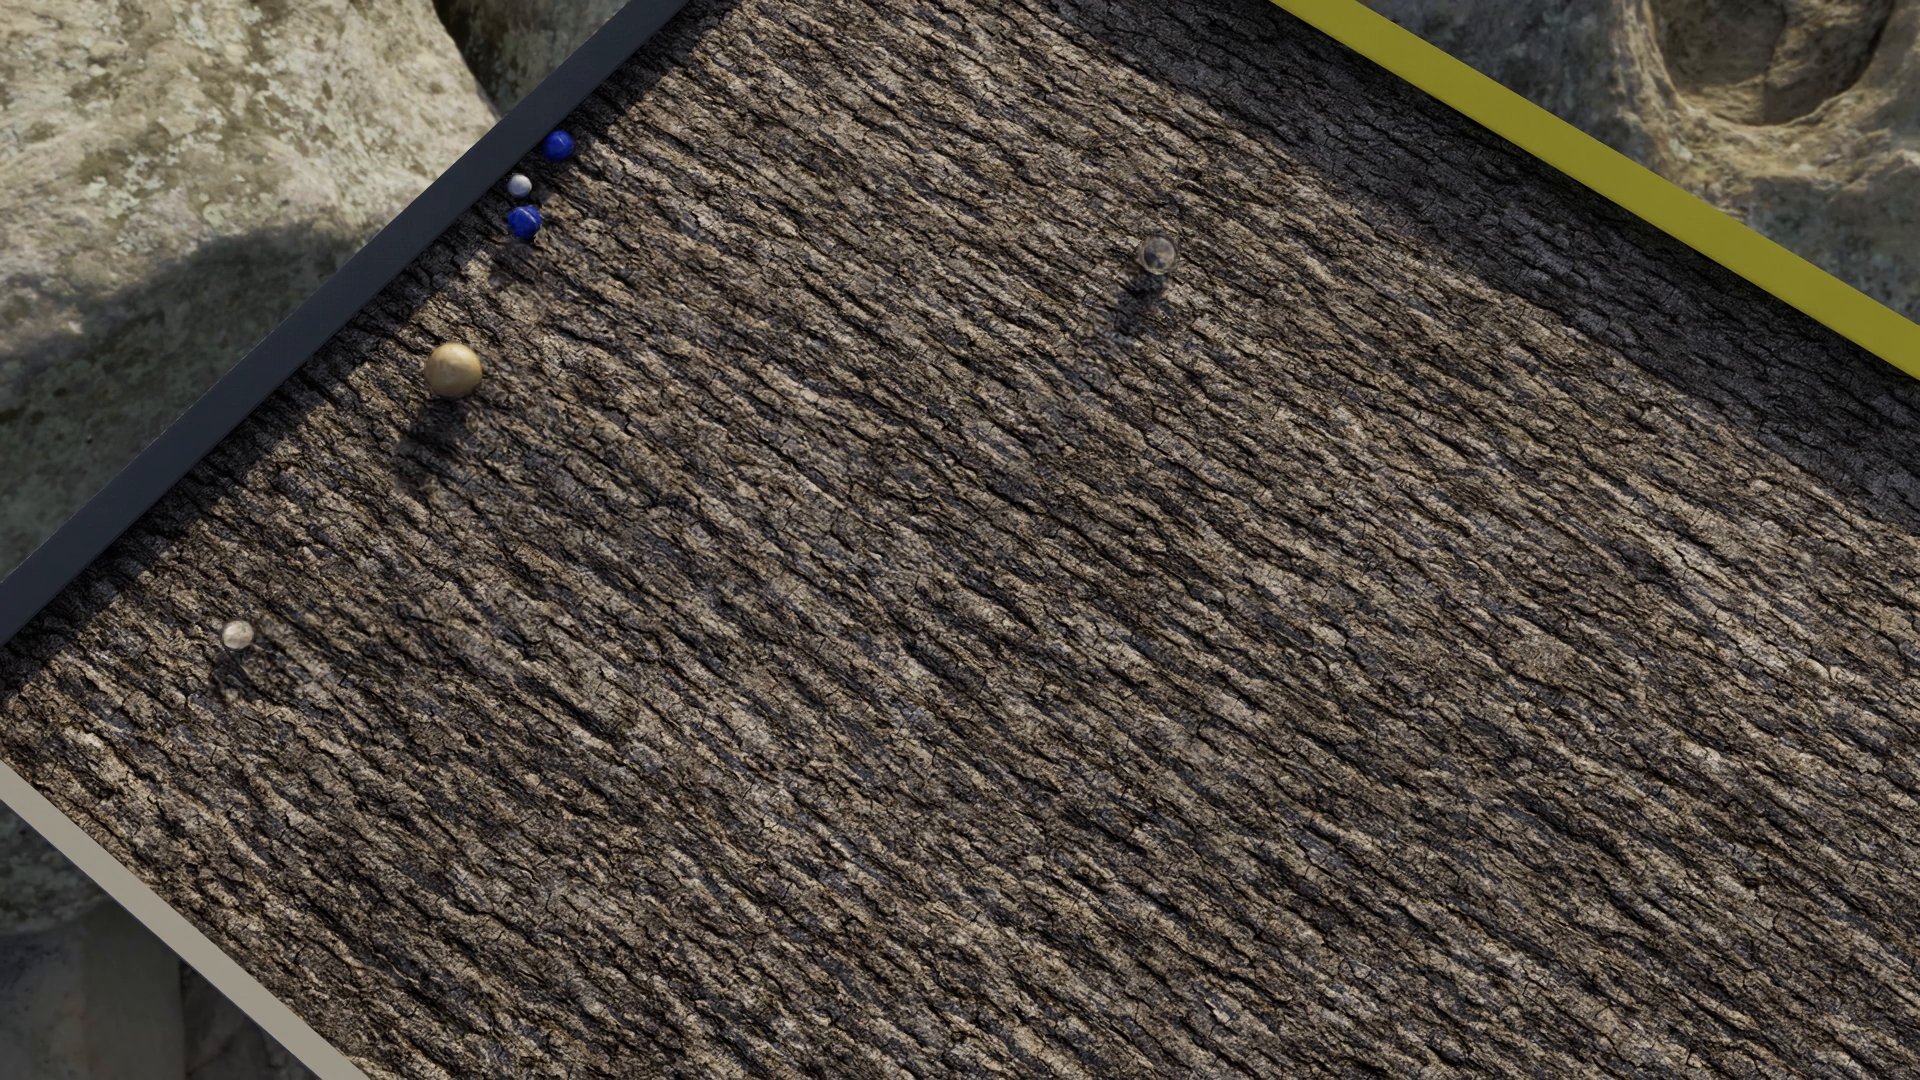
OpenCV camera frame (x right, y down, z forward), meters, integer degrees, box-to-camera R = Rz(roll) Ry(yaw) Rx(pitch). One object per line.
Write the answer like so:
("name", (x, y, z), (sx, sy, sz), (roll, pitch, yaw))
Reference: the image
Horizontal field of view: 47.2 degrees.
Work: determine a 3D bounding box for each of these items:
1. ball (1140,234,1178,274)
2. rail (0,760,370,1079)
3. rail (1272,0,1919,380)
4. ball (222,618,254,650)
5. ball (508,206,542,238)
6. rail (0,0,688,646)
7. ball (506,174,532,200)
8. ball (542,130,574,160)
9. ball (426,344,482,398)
("ball", (0.350, -0.502, 3.866), (0.069, 0.069, 0.069), (0, 63, 0))
("rail", (0.116, 1.488, 2.842), (4.497, 0.122, 0.045), (35, 69, 16))
("rail", (1.656, -0.277, 3.723), (4.497, 0.122, 0.045), (35, 69, 16))
("ball", (-1.165, 0.152, 3.549), (0.051, 0.051, 0.051), (0, 63, 0))
("ball", (-0.772, -0.564, 3.903), (0.058, 0.058, 0.058), (0, 63, 0))
("rail", (-0.867, -0.620, 3.894), (0.045, 0.122, 2.550), (35, 69, 16))
("ball", (-0.791, -0.634, 3.946), (0.044, 0.044, 0.044), (0, 63, 0))
("ball", (-0.727, -0.715, 3.980), (0.056, 0.056, 0.056), (0, 63, 0))
("ball", (-0.862, -0.288, 3.745), (0.094, 0.094, 0.094), (0, 63, 0))
